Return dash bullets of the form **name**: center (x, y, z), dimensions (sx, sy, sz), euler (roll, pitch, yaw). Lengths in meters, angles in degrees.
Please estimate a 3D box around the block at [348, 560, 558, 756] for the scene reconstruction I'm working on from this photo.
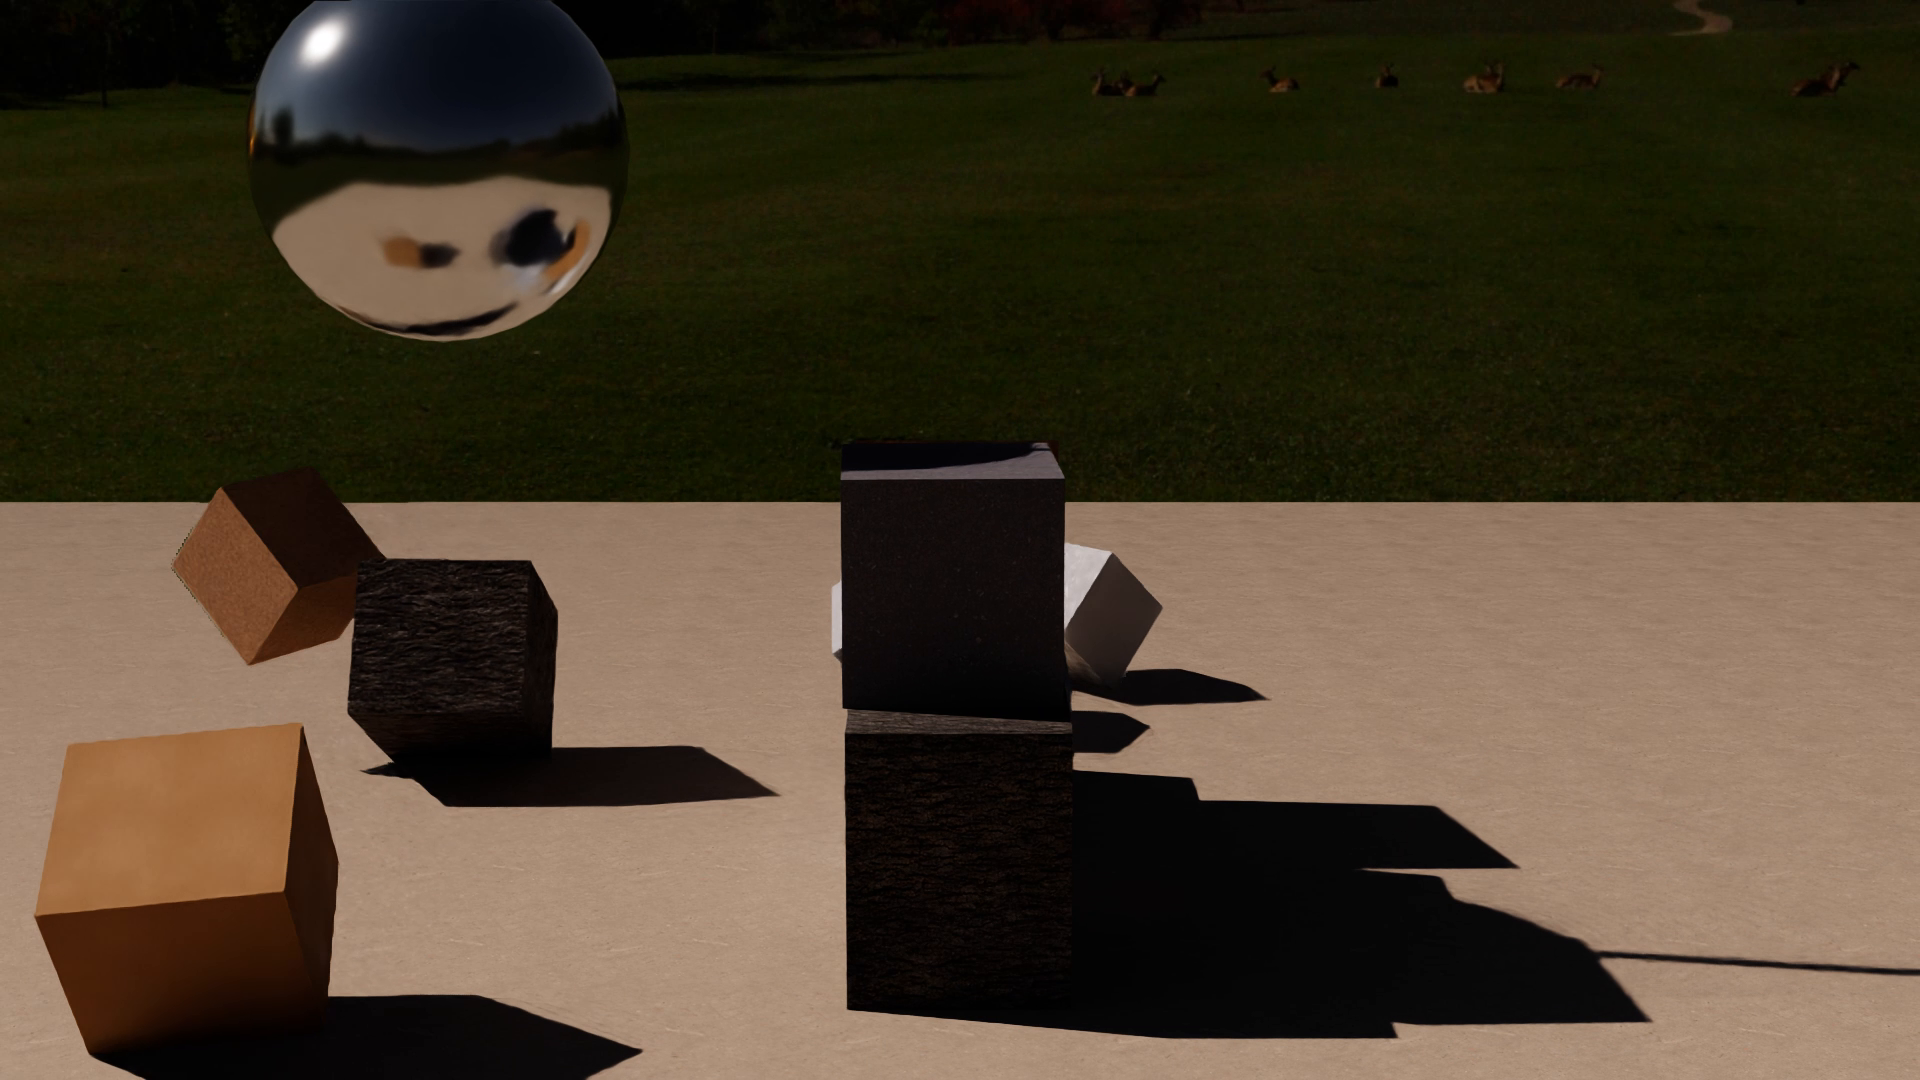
- **block**: center (-2.557, 0.612, 13.050), dimensions (0.850, 0.782, 0.922), euler (0, -18, 0)

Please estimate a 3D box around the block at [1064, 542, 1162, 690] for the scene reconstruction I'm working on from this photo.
- **block**: center (0.694, 0.431, 14.920), dimensions (0.556, 0.588, 0.563), euler (12, -27, 48)

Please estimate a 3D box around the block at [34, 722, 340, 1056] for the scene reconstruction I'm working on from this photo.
- **block**: center (-2.788, 1.270, 9.367), dimensions (0.844, 0.781, 0.816), euler (-5, 42, -4)

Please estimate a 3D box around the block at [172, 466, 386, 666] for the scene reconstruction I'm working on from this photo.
- **block**: center (-3.516, 0.126, 13.285), dimensions (0.700, 0.617, 0.622), euler (49, 33, 14)

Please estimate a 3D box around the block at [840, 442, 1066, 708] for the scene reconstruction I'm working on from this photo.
- **block**: center (-0.045, 0.123, 10.338), dimensions (0.857, 0.897, 0.964), euler (0, 10, -2)

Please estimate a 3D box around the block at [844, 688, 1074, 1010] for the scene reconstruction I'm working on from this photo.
- **block**: center (-0.005, 1.167, 10.126), dimensions (0.851, 1.081, 0.965), euler (0, 10, 0)

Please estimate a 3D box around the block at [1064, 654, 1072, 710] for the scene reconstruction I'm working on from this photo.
- **block**: center (-0.004, 0.977, 11.865), dimensions (0.988, 0.833, 0.918), euler (0, 10, 0)

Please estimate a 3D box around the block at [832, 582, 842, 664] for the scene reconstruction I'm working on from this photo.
- **block**: center (-0.239, 0.461, 14.004), dimensions (0.691, 0.613, 0.685), euler (-34, 26, 15)

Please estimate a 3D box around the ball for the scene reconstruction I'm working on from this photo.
- **ball**: center (-2.205, -1.642, 10.882), dimensions (1.600, 1.600, 1.600), euler (0, 10, 0)

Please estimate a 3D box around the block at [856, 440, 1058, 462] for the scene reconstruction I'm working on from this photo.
- **block**: center (-0.017, 0.016, 12.138), dimensions (0.924, 0.935, 0.978), euler (0, 0, -1)
